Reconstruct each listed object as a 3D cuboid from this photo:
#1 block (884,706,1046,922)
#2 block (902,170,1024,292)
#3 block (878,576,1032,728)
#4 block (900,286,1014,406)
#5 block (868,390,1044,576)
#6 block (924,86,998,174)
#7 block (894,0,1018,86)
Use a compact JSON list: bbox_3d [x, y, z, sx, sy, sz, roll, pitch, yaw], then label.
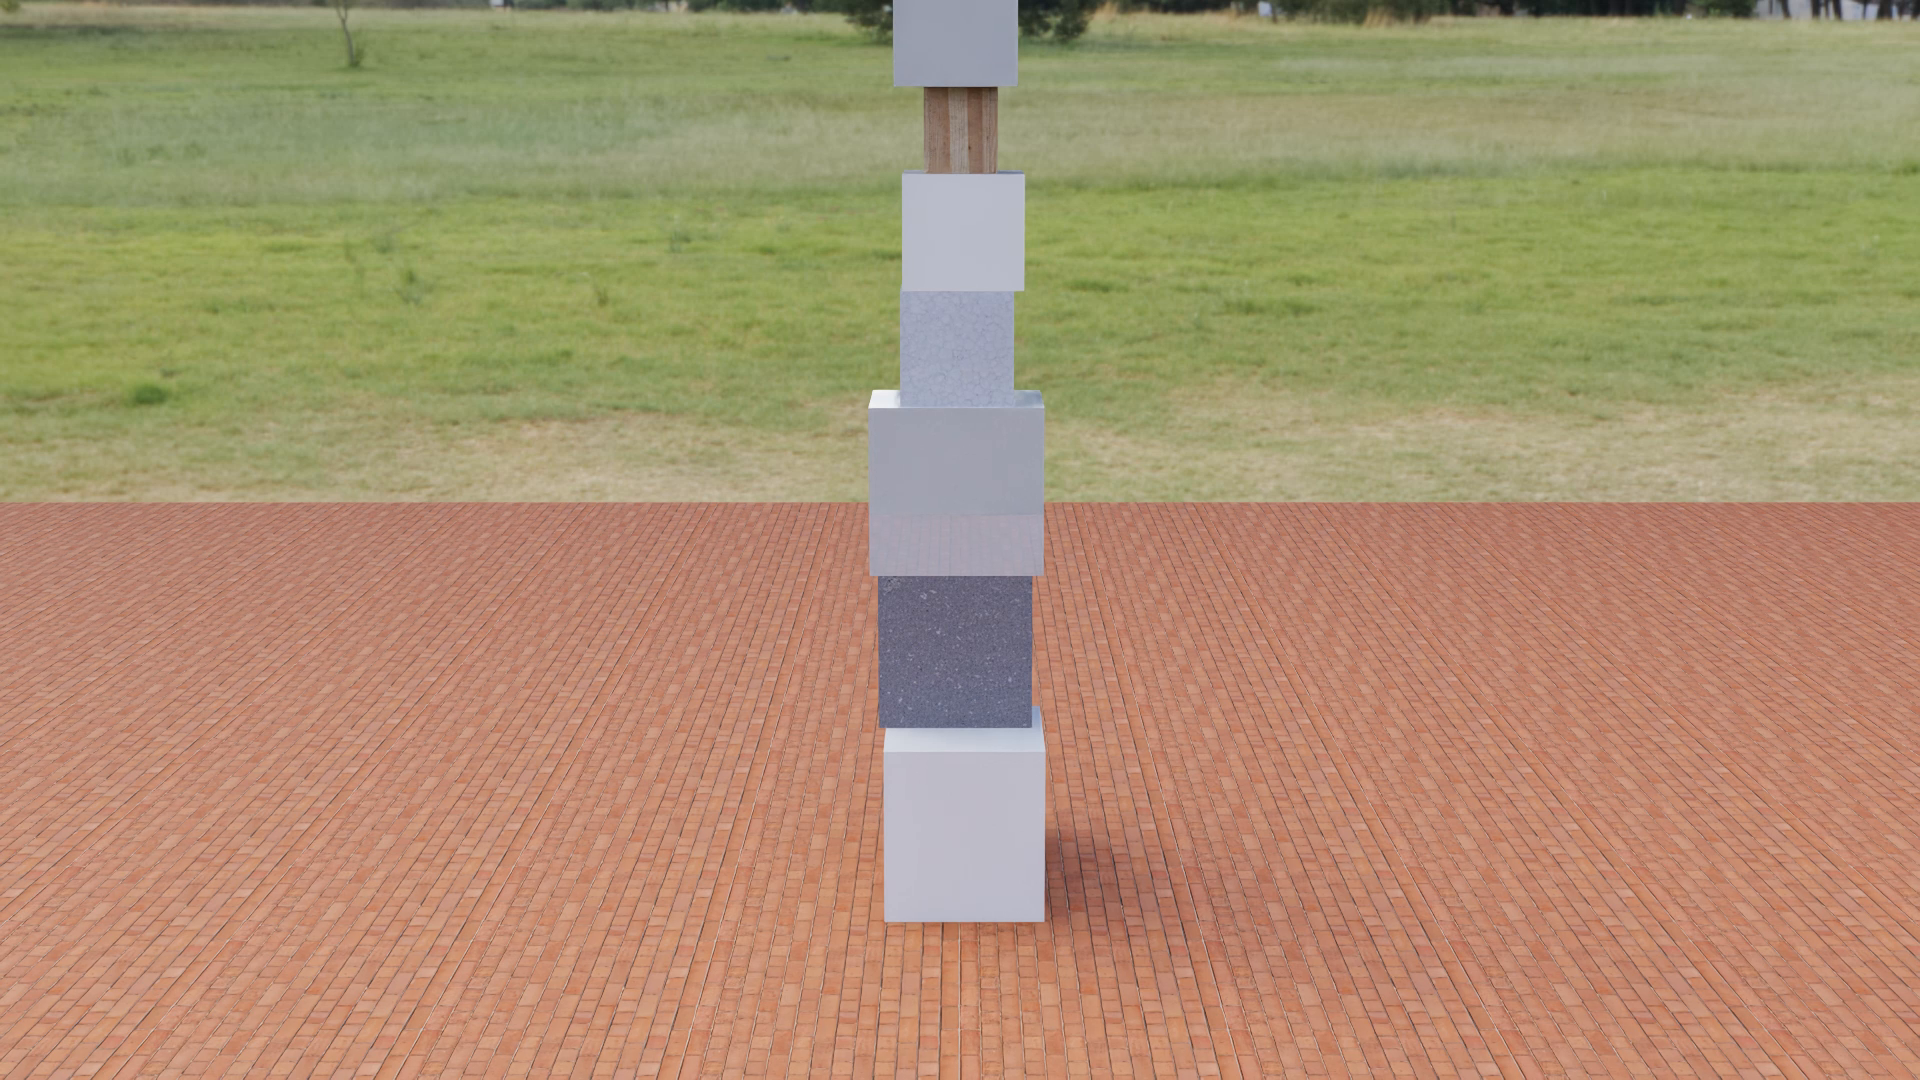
[{"bbox_3d":[0.019,1.169,11.078,0.672,0.737,0.790,0,10,0],"label":"block"},{"bbox_3d":[0.014,-1.325,10.939,0.509,0.484,0.530,0,10,0],"label":"block"},{"bbox_3d":[-0.020,0.423,11.257,0.657,0.666,0.624,0,10,0],"label":"block"},{"bbox_3d":[-0.013,-0.848,11.026,0.478,0.486,0.557,0,10,0],"label":"block"},{"bbox_3d":[-0.015,-0.257,11.134,0.740,0.717,0.629,0,10,0],"label":"block"},{"bbox_3d":[0.003,-1.739,10.864,0.308,0.359,0.340,0,10,0],"label":"block"},{"bbox_3d":[-0.018,-2.195,10.781,0.513,0.567,0.495,0,10,0],"label":"block"}]
